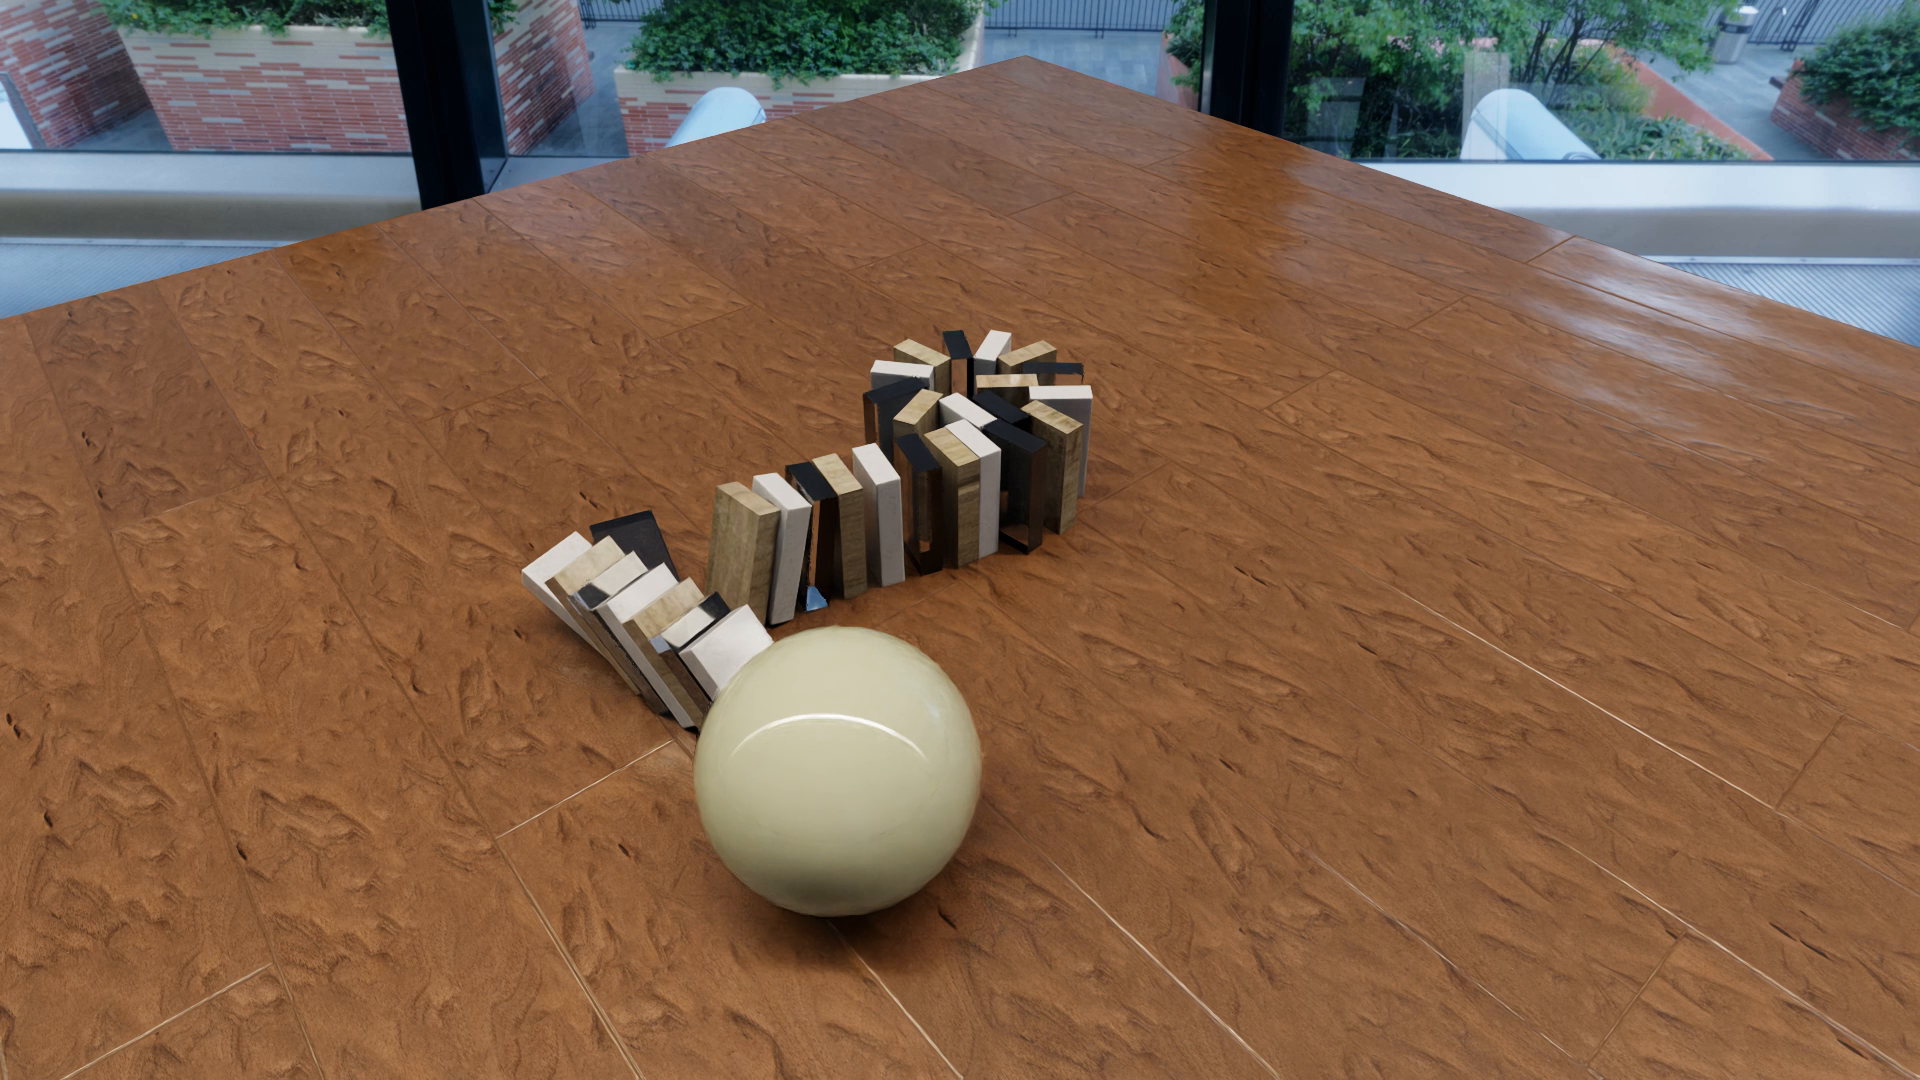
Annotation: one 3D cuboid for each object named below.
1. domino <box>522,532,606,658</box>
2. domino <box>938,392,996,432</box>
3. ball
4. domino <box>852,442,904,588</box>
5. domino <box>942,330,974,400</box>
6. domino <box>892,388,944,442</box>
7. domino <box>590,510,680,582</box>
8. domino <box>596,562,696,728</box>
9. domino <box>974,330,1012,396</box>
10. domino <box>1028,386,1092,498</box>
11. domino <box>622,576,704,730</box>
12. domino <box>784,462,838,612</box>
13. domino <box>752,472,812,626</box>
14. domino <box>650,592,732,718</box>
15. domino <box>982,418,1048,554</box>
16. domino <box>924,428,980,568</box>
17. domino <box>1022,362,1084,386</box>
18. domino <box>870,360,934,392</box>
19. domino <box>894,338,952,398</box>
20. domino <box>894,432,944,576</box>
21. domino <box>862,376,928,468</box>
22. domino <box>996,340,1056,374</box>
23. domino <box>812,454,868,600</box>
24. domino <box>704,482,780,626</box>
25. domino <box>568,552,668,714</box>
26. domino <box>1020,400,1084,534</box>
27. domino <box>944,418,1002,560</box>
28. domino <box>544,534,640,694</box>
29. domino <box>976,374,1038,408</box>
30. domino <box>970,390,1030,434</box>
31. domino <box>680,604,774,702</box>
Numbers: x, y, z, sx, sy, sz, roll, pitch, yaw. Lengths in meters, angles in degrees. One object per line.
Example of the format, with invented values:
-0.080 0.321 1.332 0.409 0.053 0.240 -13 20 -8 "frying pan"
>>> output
-0.131 0.022 0.399 0.050 0.010 0.025 40 52 6 "domino"
0.003 -0.032 0.451 0.009 0.050 0.025 -27 46 -29 "domino"
-0.034 0.064 0.310 0.080 0.080 0.080 0 39 0 "ball"
-0.031 -0.009 0.423 0.010 0.050 0.025 -16 42 -19 "domino"
-0.001 -0.065 0.491 0.010 0.050 0.025 -7 40 -8 "domino"
-0.017 -0.034 0.453 0.009 0.050 0.025 17 42 20 "domino"
-0.128 0.009 0.433 0.025 0.009 0.050 -17 42 -19 "domino"
-0.097 0.036 0.372 0.009 0.050 0.025 -21 16 48 "domino"
0.014 -0.065 0.491 0.009 0.050 0.025 12 41 14 "domino"
0.041 -0.041 0.461 0.025 0.050 0.010 -1 39 -1 "domino"
-0.087 0.040 0.367 0.009 0.050 0.025 -21 16 48 "domino"
-0.057 -0.001 0.412 0.010 0.050 0.025 -13 40 -29 "domino"
-0.069 0.003 0.407 0.010 0.050 0.025 -12 39 -38 "domino"
-0.076 0.045 0.361 0.010 0.050 0.025 -21 16 48 "domino"
0.021 -0.021 0.437 0.025 0.050 0.010 30 48 31 "domino"
-0.003 -0.016 0.431 0.010 0.050 0.025 -22 44 -24 "domino"
0.039 -0.053 0.476 0.025 0.050 0.010 2 39 2 "domino"
-0.024 -0.052 0.475 0.025 0.050 0.009 7 40 8 "domino"
-0.016 -0.061 0.486 0.025 0.050 0.010 29 48 31 "domino"
-0.016 -0.013 0.428 0.010 0.050 0.025 -16 42 -18 "domino"
-0.026 -0.042 0.462 0.025 0.050 0.010 -22 44 -25 "domino"
0.029 -0.061 0.485 0.025 0.050 0.009 -24 45 -27 "domino"
-0.045 -0.005 0.417 0.010 0.050 0.025 -18 43 -22 "domino"
-0.080 0.007 0.403 0.025 0.050 0.009 31 32 32 "domino"
-0.108 0.032 0.377 0.009 0.050 0.025 -21 18 48 "domino"
0.036 -0.029 0.447 0.010 0.050 0.025 -32 49 -33 "domino"
0.005 -0.020 0.436 0.010 0.050 0.025 -22 44 -25 "domino"
-0.118 0.026 0.384 0.010 0.050 0.025 -21 19 48 "domino"
0.019 -0.046 0.468 0.025 0.050 0.010 -2 39 -2 "domino"
0.016 -0.034 0.453 0.010 0.050 0.025 -27 47 -29 "domino"
-0.066 0.049 0.356 0.009 0.050 0.025 -20 17 49 "domino"
